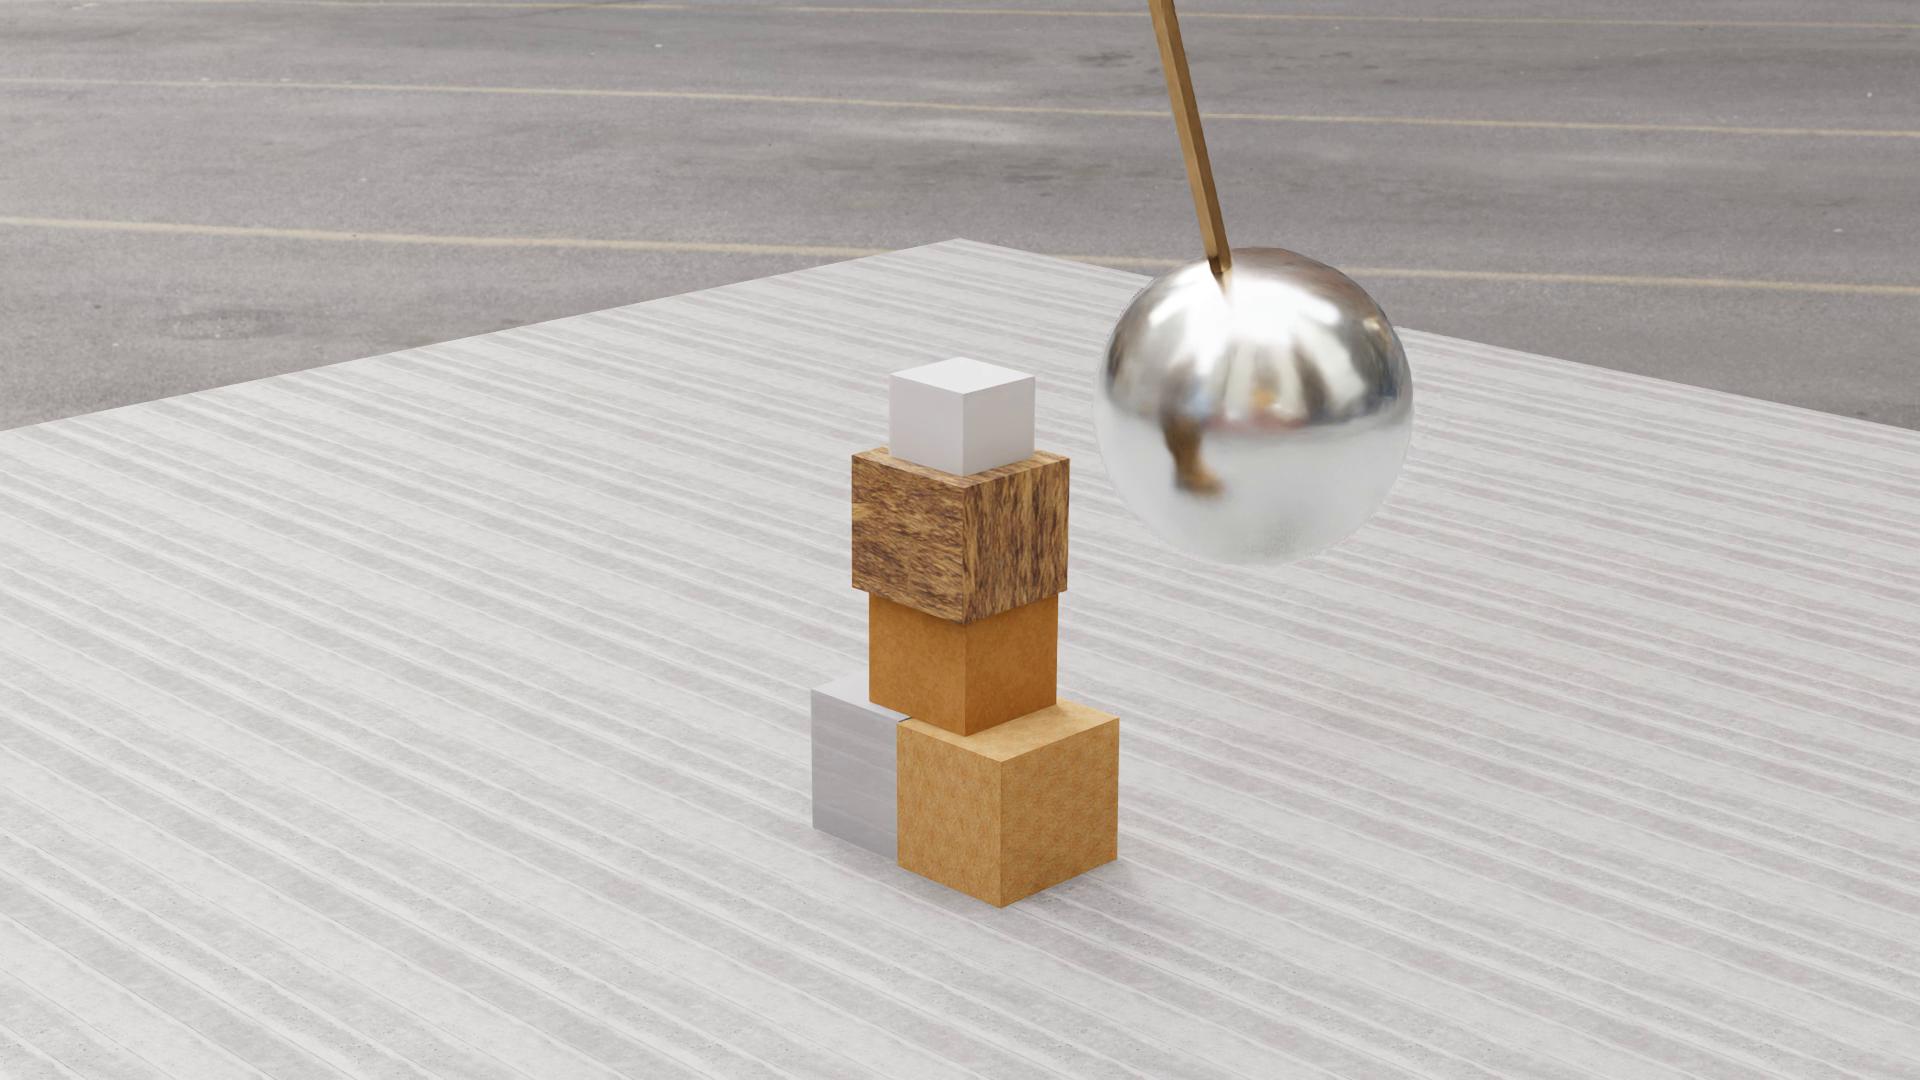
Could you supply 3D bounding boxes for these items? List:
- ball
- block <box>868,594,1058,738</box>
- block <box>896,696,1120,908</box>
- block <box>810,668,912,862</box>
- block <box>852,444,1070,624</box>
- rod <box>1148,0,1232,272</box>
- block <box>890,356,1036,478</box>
[{"bbox_3d":[1.467,-0.666,14.670,1.600,1.600,1.600,0,17,0],"label":"ball"},{"bbox_3d":[0.015,0.485,13.505,0.600,0.563,0.628,-17,25,-42],"label":"block"},{"bbox_3d":[0.221,1.159,13.485,0.779,0.703,0.663,-17,24,-42],"label":"block"},{"bbox_3d":[-0.247,1.025,13.904,0.688,0.707,0.601,-17,24,-42],"label":"block"},{"bbox_3d":[0.000,-0.077,13.303,0.680,0.631,0.713,-17,25,-42],"label":"block"},{"bbox_3d":[0.636,-3.461,12.920,0.080,5.200,0.080,17,44,42],"label":"rod"},{"bbox_3d":[0.009,-0.557,13.150,0.455,0.379,0.470,-17,25,-42],"label":"block"}]
